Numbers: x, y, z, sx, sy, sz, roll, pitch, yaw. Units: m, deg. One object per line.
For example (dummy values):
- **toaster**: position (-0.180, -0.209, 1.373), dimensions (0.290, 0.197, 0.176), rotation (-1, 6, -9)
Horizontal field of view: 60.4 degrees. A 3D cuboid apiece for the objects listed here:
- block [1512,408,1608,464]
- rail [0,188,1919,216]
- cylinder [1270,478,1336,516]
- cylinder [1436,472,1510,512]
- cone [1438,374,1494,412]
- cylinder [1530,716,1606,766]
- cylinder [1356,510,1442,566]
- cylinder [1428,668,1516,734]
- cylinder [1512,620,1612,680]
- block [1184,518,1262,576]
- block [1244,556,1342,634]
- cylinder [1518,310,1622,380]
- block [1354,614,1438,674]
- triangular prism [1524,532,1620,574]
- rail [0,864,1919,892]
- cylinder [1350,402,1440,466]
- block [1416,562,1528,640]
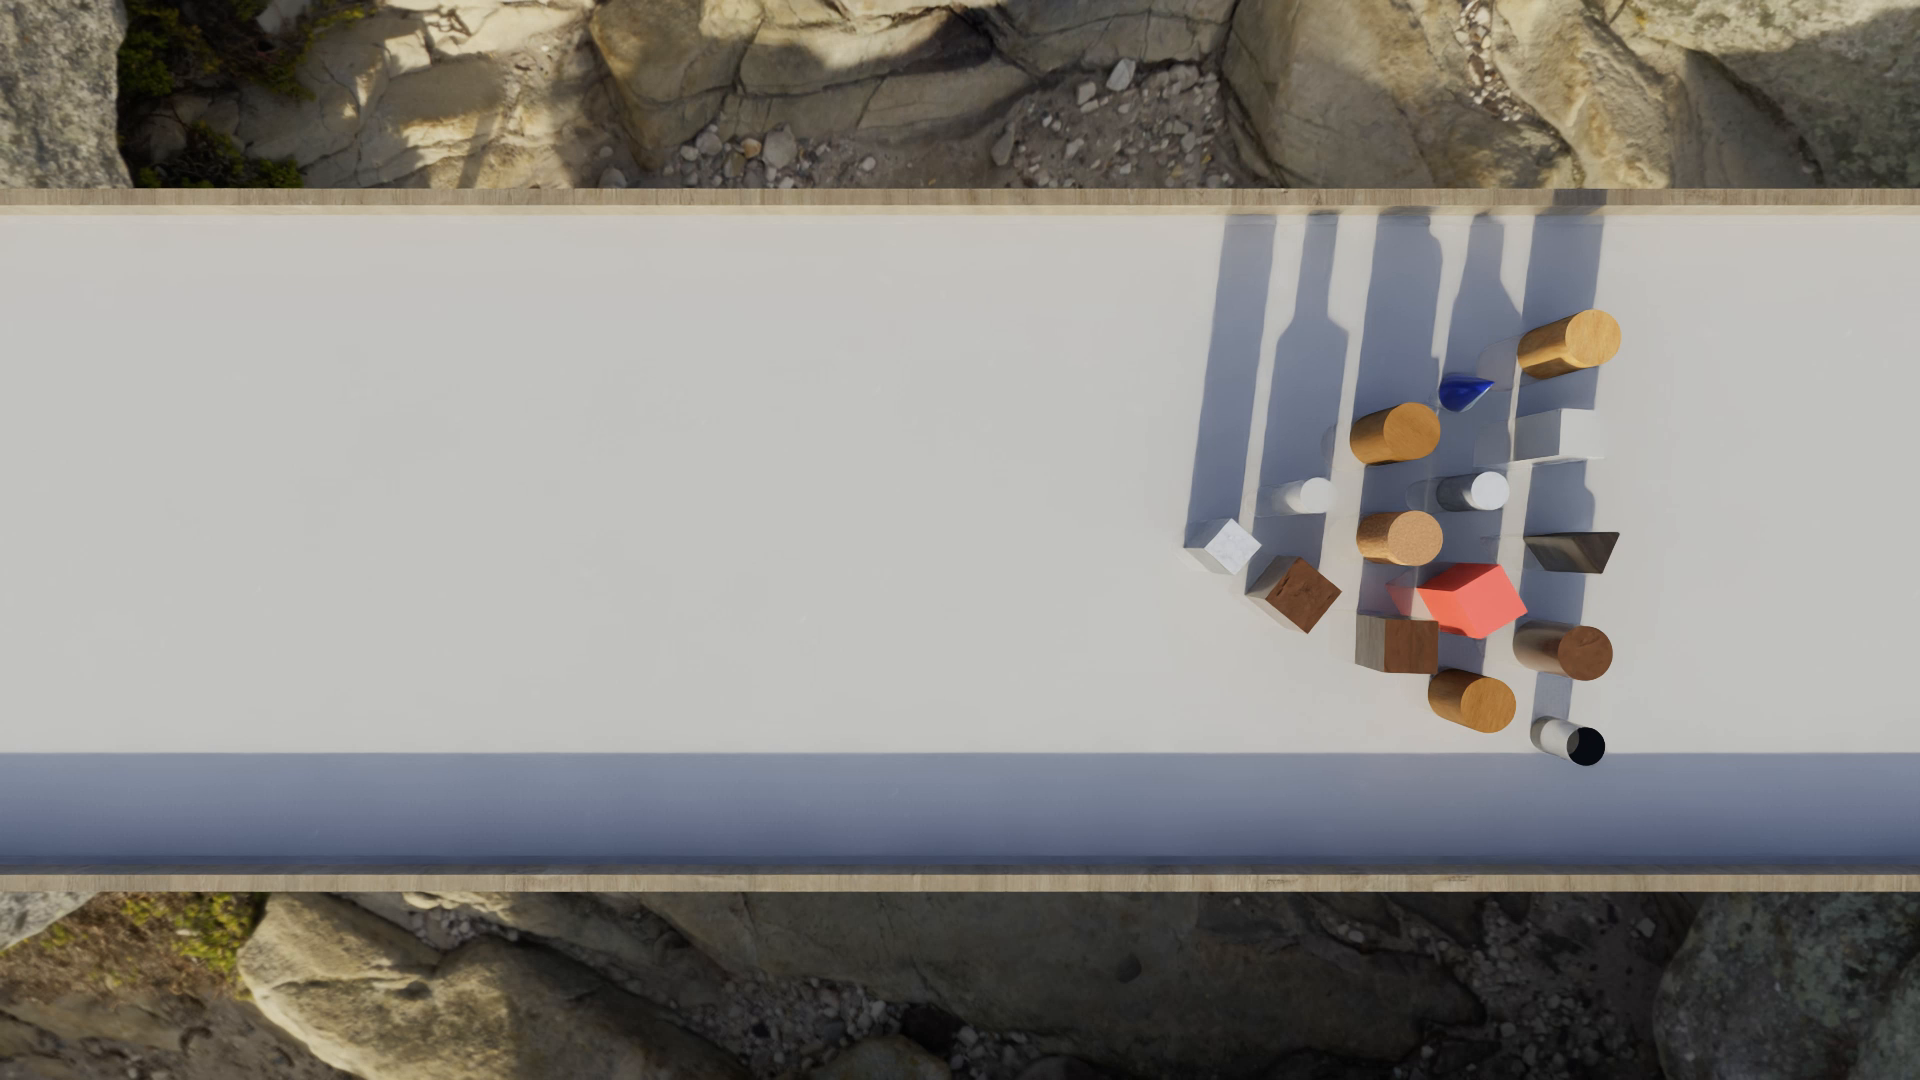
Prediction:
- **block**: position (1.772, -0.304, 4.880), dimensions (0.133, 0.392, 0.133), rotation (3, 90, 0)
- **rail**: position (-2.247, -1.025, 5.002), dimensions (12.000, 0.150, 0.050), rotation (0, 90, 0)
- **cylinder**: position (1.005, -0.126, 4.855), dimensions (0.100, 0.443, 0.100), rotation (0, 90, 0)
- **cylinder**: position (1.520, -0.141, 4.901), dimensions (0.110, 0.352, 0.110), rotation (0, 90, 0)
- **cone**: position (1.533, -0.453, 4.901), dimensions (0.122, 0.352, 0.122), rotation (0, 90, 0)
- **cylinder**: position (1.810, 0.597, 4.923), dimensions (0.113, 0.308, 0.113), rotation (0, 90, 0)
- **cylinder**: position (1.298, -0.005, 4.888), dimensions (0.157, 0.377, 0.157), rotation (0, 90, 0)
- **cylinder**: position (1.519, 0.476, 4.909), dimensions (0.160, 0.334, 0.160), rotation (0, 90, 0)
- **cylinder**: position (1.779, 0.323, 4.884), dimensions (0.157, 0.385, 0.157), rotation (0, 90, 0)
- **block**: position (0.768, 0.019, 4.857), dimensions (0.115, 0.438, 0.115), rotation (42, 90, 0)
- **block**: position (0.986, 0.159, 4.906), dimensions (0.159, 0.340, 0.159), rotation (39, 90, 0)
- **cylinder**: position (1.794, -0.574, 4.874), dimensions (0.159, 0.404, 0.159), rotation (0, 90, 0)
- **block**: position (1.295, 0.306, 4.904), dimensions (0.153, 0.345, 0.153), rotation (2, 90, 0)
- **triangular prism**: position (1.815, 0.012, 4.864), dimensions (0.110, 0.425, 0.127), rotation (-36, 90, 0)
- **rail**: position (-2.247, 1.025, 5.001), dimensions (12.000, 0.150, 0.050), rotation (0, 90, 0)
- **cylinder**: position (1.280, -0.309, 4.872), dimensions (0.163, 0.408, 0.163), rotation (0, 90, 0)
- **block**: position (1.510, 0.176, 4.884), dimensions (0.155, 0.385, 0.155), rotation (-30, 90, 0)
